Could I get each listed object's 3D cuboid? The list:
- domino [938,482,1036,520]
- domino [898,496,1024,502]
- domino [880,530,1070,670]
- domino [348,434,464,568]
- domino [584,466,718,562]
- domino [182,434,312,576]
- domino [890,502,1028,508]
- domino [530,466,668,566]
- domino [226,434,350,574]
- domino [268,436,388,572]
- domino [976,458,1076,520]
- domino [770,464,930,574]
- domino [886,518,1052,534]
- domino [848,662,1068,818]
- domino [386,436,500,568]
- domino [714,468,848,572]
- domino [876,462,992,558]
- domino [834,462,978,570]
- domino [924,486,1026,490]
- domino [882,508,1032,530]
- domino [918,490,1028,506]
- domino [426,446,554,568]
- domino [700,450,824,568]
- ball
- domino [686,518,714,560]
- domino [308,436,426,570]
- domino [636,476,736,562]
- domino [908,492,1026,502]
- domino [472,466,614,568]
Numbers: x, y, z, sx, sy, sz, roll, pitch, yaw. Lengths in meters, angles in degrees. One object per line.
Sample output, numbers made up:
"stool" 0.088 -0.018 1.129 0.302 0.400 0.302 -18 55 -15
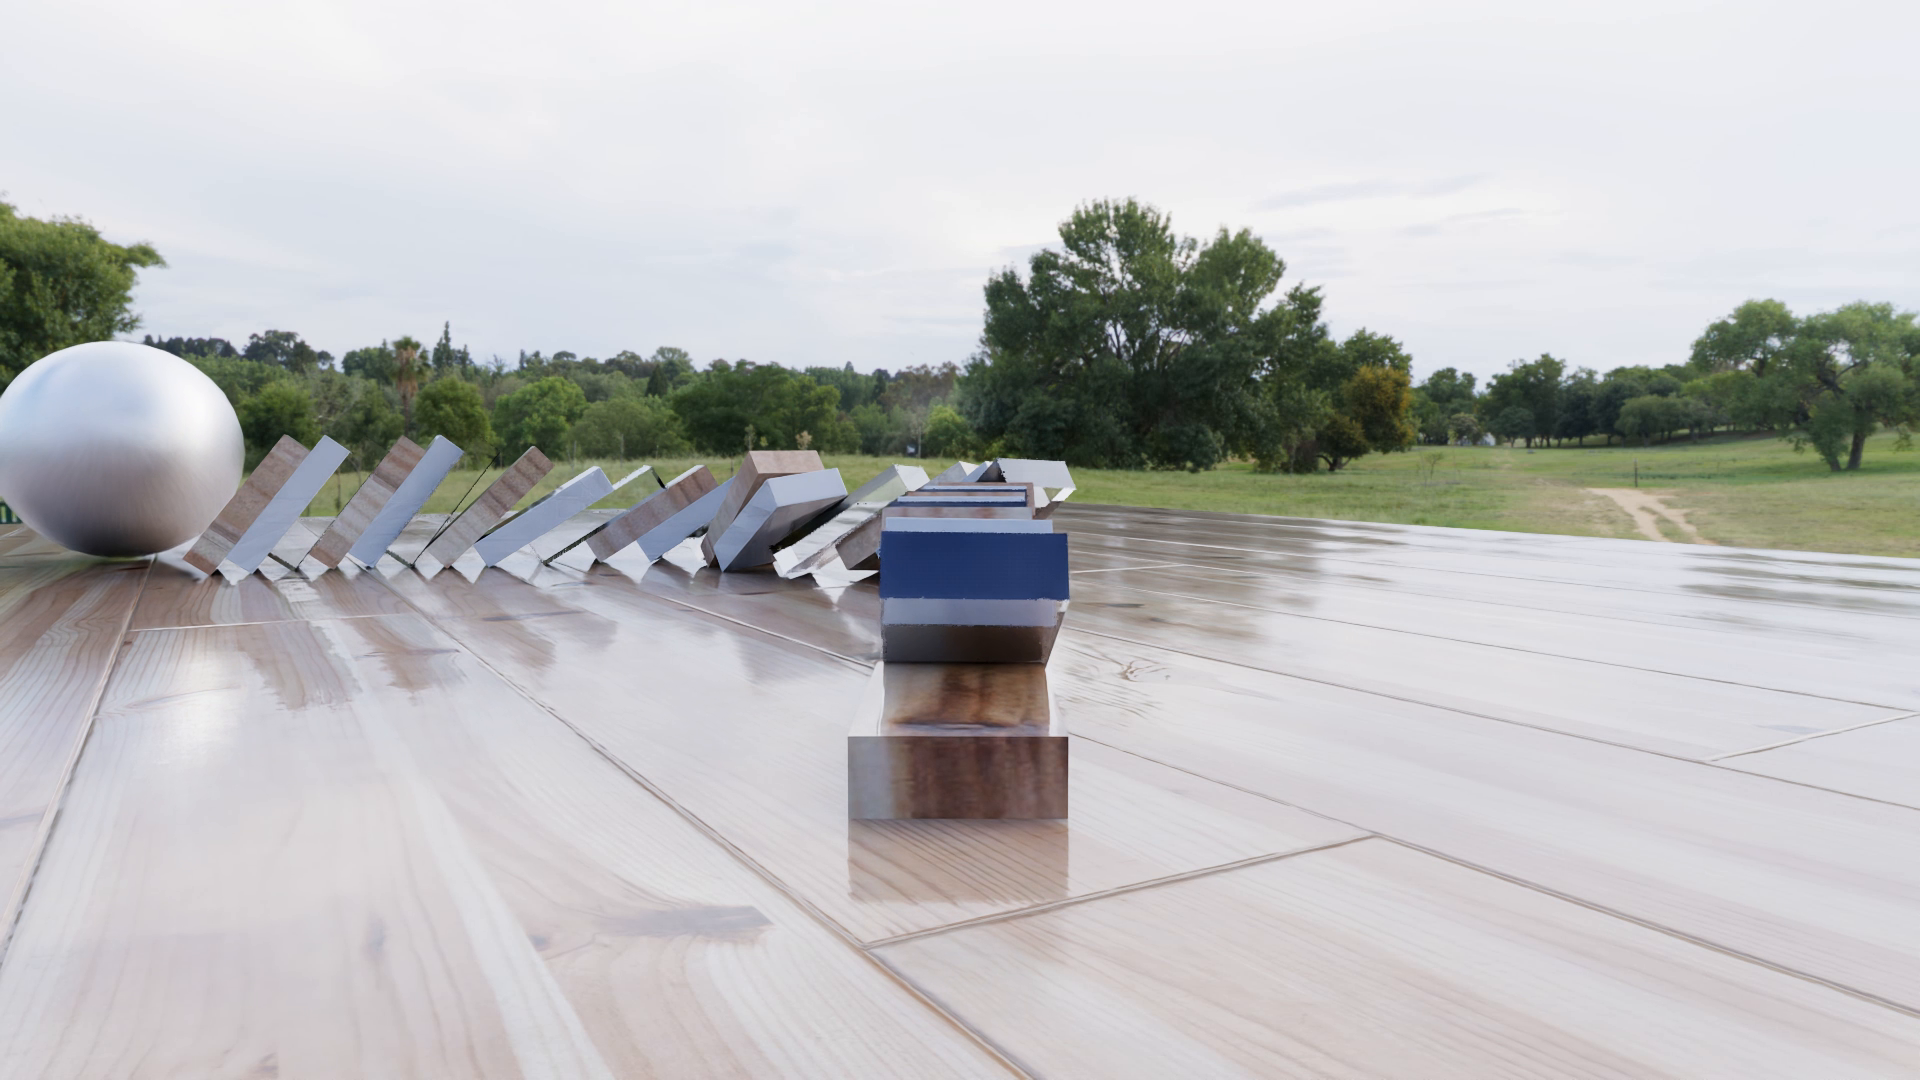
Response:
"domino" 0.005 0.000 0.356 0.025 0.010 0.050 0 -25 -4
"domino" 0.000 0.006 0.275 0.025 0.010 0.050 0 -24 1
"domino" 0.001 0.013 0.193 0.025 0.010 0.050 1 -22 -2
"domino" -0.195 -0.014 0.452 0.009 0.050 0.025 39 -12 -22
"domino" -0.114 -0.010 0.471 0.050 0.010 0.025 -34 13 -15
"domino" -0.237 -0.012 0.428 0.010 0.050 0.025 39 -12 -22
"domino" 0.000 0.007 0.255 0.025 0.009 0.050 0 -24 1
"domino" -0.132 -0.009 0.464 0.050 0.010 0.025 -34 15 -15
"domino" -0.226 -0.013 0.433 0.009 0.050 0.025 39 -12 -22
"domino" -0.216 -0.013 0.440 0.009 0.050 0.025 39 -12 -22
"domino" 0.009 -0.005 0.380 0.025 0.010 0.050 0 -33 -36
"domino" -0.034 -0.007 0.414 0.050 0.010 0.025 -33 -9 17
"domino" 0.001 0.011 0.214 0.025 0.009 0.050 1 -23 -1
"domino" 0.000 0.025 0.170 0.025 0.010 0.050 0 4 0
"domino" -0.181 -0.014 0.451 0.009 0.050 0.025 38 -10 -19
"domino" -0.059 -0.006 0.414 0.025 0.010 0.050 -12 -18 -35
"domino" 0.000 -0.006 0.398 0.050 0.009 0.025 -38 -21 31
"domino" -0.013 -0.007 0.412 0.050 0.010 0.025 -33 -13 18
"domino" 0.004 0.001 0.335 0.025 0.009 0.050 0 -24 1
"domino" 0.000 0.009 0.235 0.025 0.010 0.050 0 -24 1
"domino" 0.003 0.003 0.315 0.025 0.010 0.050 0 -24 1
"domino" -0.165 -0.012 0.451 0.050 0.009 0.025 -47 18 -12
"domino" -0.067 -0.010 0.434 0.025 0.010 0.050 -3 -36 -37
"ball" -0.310 -0.033 0.475 0.080 0.080 0.080 0 4 0
"domino" -0.072 -0.011 0.461 0.050 0.009 0.025 -34 -5 9
"domino" -0.206 -0.014 0.447 0.009 0.050 0.025 39 -12 -22
"domino" -0.092 -0.010 0.468 0.050 0.009 0.025 -33 5 -1
"domino" 0.002 0.004 0.295 0.025 0.010 0.050 0 -24 1
"domino" -0.148 -0.009 0.457 0.050 0.009 0.025 -34 15 -15
